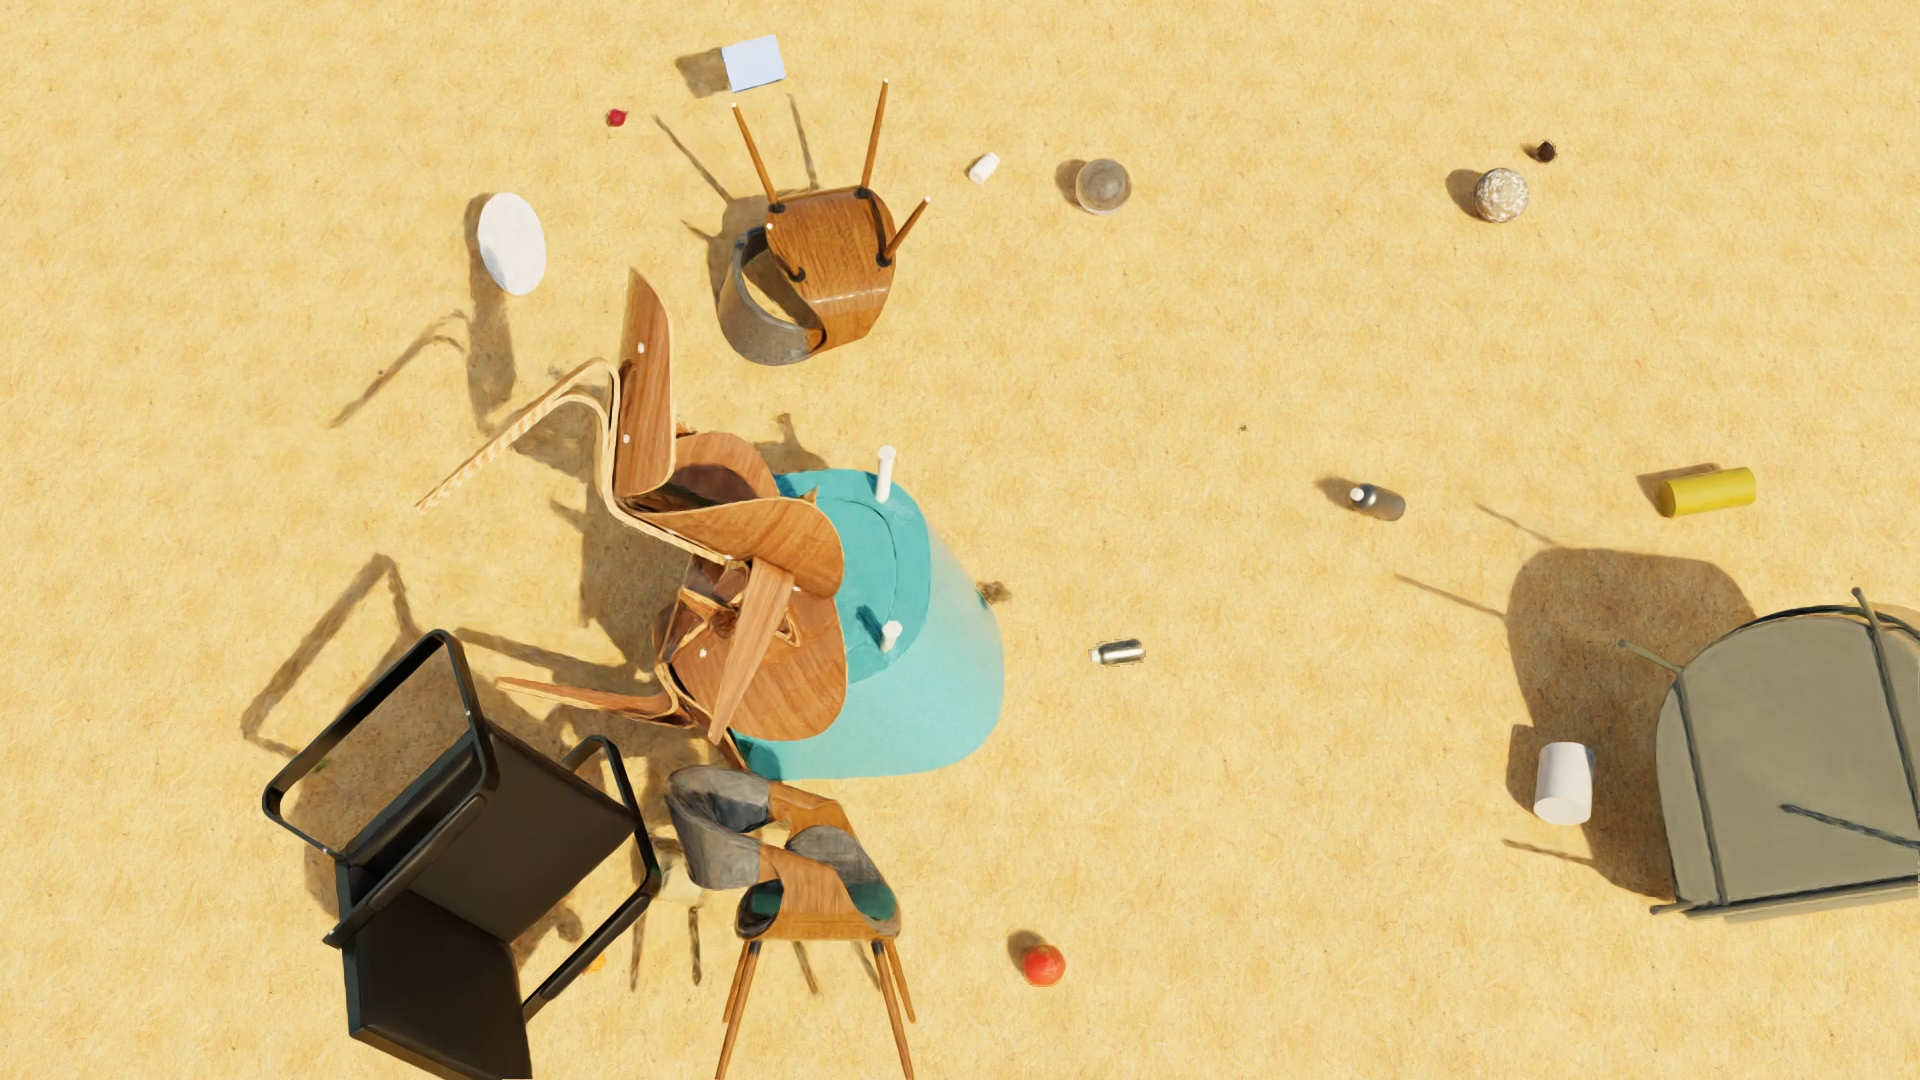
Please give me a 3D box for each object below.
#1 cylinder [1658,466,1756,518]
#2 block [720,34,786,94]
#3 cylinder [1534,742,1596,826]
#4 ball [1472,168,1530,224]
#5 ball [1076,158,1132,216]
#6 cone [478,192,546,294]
[{"bbox_3d":[2.244,-0.142,6.601,0.256,0.113,0.116,-9,95,-6],"label":"cylinder"},{"bbox_3d":[-0.673,-1.553,7.170,0.181,0.096,0.143,-16,100,-5],"label":"block"},{"bbox_3d":[1.660,0.668,6.033,0.150,0.155,0.175,23,56,-8],"label":"cylinder"},{"bbox_3d":[1.778,-1.132,7.225,0.182,0.182,0.182,0,56,0],"label":"ball"},{"bbox_3d":[0.473,-1.164,7.242,0.188,0.188,0.188,0,56,0],"label":"ball"},{"bbox_3d":[-1.508,-0.953,7.137,0.244,0.331,0.212,-21,16,-41],"label":"cone"}]
